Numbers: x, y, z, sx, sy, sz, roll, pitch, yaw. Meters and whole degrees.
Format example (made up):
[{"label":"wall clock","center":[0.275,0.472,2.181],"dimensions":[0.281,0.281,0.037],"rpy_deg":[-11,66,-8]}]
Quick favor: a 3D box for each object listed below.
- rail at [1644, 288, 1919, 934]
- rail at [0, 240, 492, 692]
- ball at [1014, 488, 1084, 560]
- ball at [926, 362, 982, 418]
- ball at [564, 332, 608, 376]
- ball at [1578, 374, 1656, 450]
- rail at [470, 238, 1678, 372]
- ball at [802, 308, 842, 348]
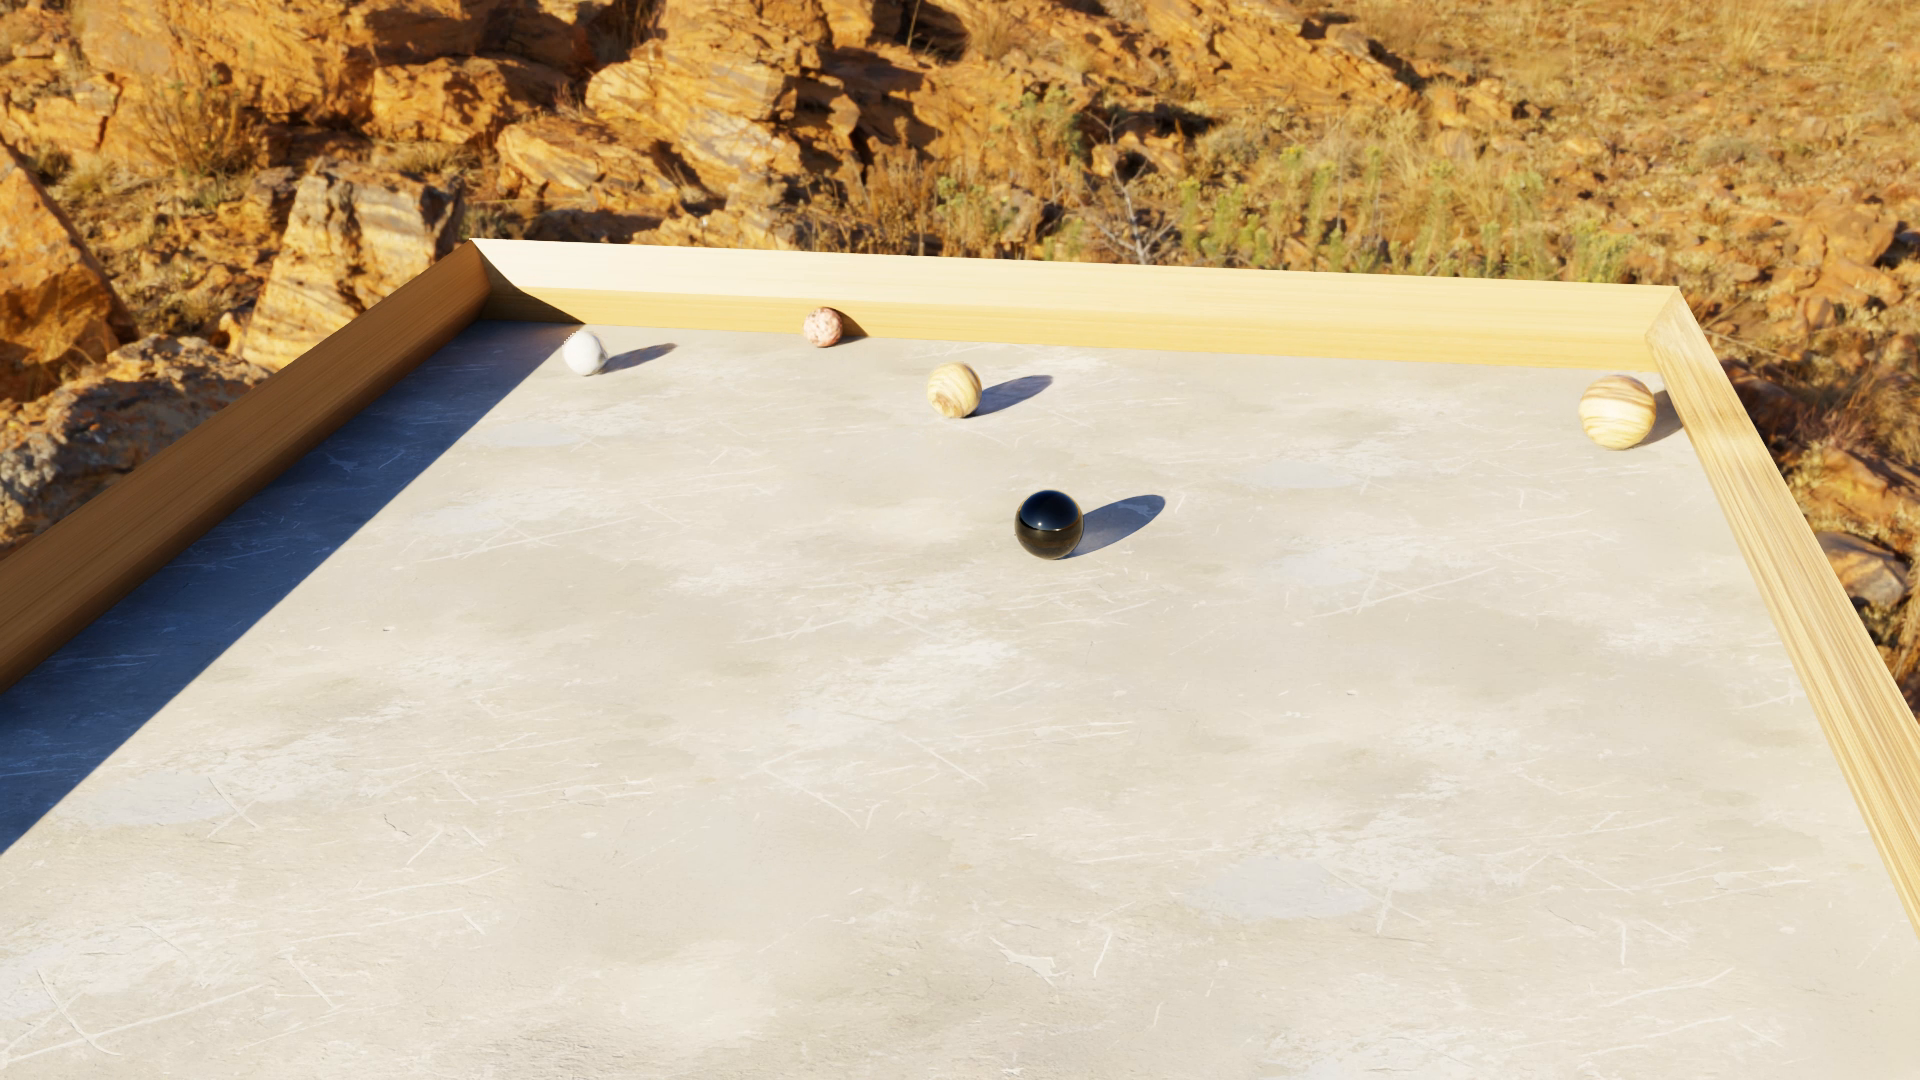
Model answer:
[{"label":"rail","center":[0.720,0.344,1.525],"dimensions":[0.045,0.125,3.470],"rpy_deg":[3,22,8]},{"label":"rail","center":[-0.986,0.245,1.770],"dimensions":[0.045,0.125,3.470],"rpy_deg":[3,22,8]},{"label":"ball","center":[0.101,-0.018,2.482],"dimensions":[0.080,0.080,0.080],"rpy_deg":[0,22,0]},{"label":"ball","center":[-0.007,-0.200,2.939],"dimensions":[0.075,0.075,0.075],"rpy_deg":[0,22,0]},{"label":"ball","center":[-0.531,-0.264,3.116],"dimensions":[0.060,0.060,0.060],"rpy_deg":[0,22,0]},{"label":"ball","center":[0.844,-0.165,2.824],"dimensions":[0.096,0.096,0.096],"rpy_deg":[0,22,0]},{"label":"rail","center":[0.129,-0.340,3.215],"dimensions":[1.774,0.125,0.045],"rpy_deg":[3,22,8]},{"label":"ball","center":[-0.203,-0.314,3.242],"dimensions":[0.058,0.058,0.058],"rpy_deg":[0,22,0]}]
